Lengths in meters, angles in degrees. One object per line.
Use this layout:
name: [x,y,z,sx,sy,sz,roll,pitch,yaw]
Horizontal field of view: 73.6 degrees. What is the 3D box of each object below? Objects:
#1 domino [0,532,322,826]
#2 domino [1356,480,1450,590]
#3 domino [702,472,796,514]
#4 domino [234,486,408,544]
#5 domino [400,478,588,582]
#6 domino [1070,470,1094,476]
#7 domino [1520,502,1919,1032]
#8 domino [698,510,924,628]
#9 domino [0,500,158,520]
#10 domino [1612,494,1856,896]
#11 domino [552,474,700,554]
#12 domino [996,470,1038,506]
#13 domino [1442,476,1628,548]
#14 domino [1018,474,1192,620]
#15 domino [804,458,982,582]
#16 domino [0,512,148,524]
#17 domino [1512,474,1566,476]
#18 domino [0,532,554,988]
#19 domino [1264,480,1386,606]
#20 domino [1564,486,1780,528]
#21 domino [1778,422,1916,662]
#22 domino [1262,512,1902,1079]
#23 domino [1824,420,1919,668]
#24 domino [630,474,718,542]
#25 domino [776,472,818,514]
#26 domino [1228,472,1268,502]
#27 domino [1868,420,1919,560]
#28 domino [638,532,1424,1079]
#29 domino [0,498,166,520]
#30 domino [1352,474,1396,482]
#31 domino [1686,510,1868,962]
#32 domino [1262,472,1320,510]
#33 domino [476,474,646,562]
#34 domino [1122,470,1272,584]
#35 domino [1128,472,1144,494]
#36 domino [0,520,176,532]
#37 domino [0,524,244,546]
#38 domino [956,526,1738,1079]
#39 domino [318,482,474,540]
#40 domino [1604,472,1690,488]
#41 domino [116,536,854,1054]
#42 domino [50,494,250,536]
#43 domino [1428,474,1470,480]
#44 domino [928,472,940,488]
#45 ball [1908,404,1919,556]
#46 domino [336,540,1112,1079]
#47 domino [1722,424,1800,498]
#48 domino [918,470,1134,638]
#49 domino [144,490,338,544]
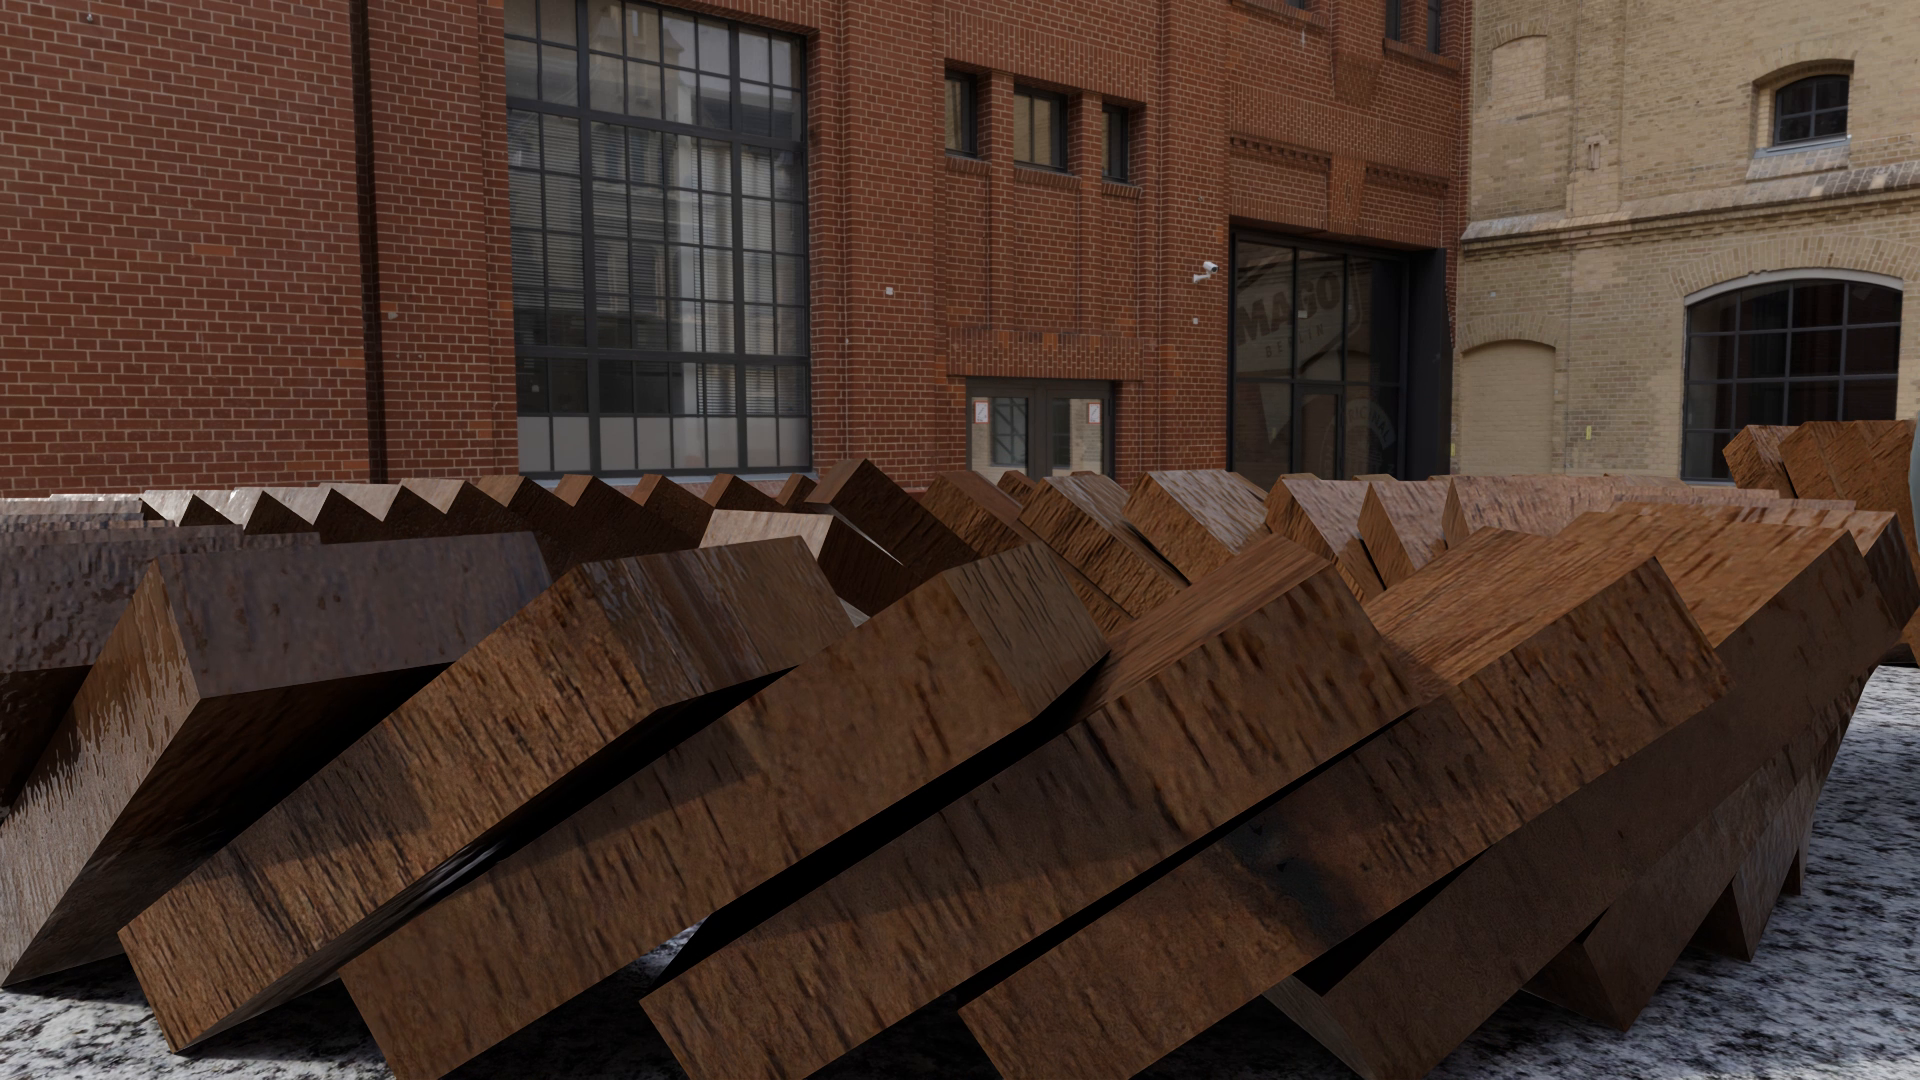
domino: [-0.071,0.017,0.108,0.025,0.010,0.050,-4,-28,-38]
domino: [0.082,0.009,0.199,0.025,0.010,0.050,0,39,-4]
domino: [-0.042,0.000,0.333,0.050,0.009,0.025,33,-7,-19]
domino: [-0.113,0.007,0.247,0.025,0.010,0.050,1,-28,25]
domino: [-0.098,0.004,0.282,0.025,0.009,0.050,3,-28,39]
domino: [0.052,-0.001,0.353,0.050,0.010,0.025,35,13,12]
domino: [0.057,0.016,0.111,0.050,0.010,0.025,-41,22,-21]
domino: [-0.015,0.011,0.200,0.025,0.010,0.050,3,-24,39]
domino: [-0.113,0.012,0.171,0.025,0.009,0.050,-1,-29,-10]
domino: [0.081,0.014,0.141,0.025,0.010,0.050,4,40,39]
domino: [-0.074,0.001,0.313,0.050,0.009,0.025,35,-15,-28]
domino: [0.032,-0.002,0.355,0.050,0.010,0.025,34,9,6]
domino: [0.086,0.010,0.180,0.025,0.009,0.050,1,41,7]
domino: [0.037,0.007,0.237,0.050,0.009,0.025,42,25,24]
domino: [-0.003,0.006,0.224,0.050,0.009,0.025,40,-9,-14]
domino: [-0.105,0.014,0.153,0.025,0.009,0.050,-1,-28,-18]
domino: [0.154,0.002,0.303,0.025,0.009,0.050,-3,38,-39]
domino: [-0.053,0.017,0.098,0.050,0.010,0.025,-39,-20,34]
domino: [0.075,0.008,0.219,0.025,0.009,0.050,0,37,-17]
domino: [0.088,0.012,0.160,0.025,0.009,0.050,3,40,27]
domino: [0.188,0.000,0.258,0.025,0.050,0.010,0,-29,-5]
domino: [0.042,0.017,0.098,0.050,0.010,0.025,-37,13,-10]
domino: [0.190,0.000,0.247,0.025,0.050,0.009,0,-29,-5]
domino: [-0.059,0.001,0.325,0.050,0.009,0.025,33,-10,-22]
domino: [-0.024,0.000,0.341,0.050,0.009,0.025,32,-4,-14]
domino: [0.088,0.000,0.342,0.050,0.009,0.025,37,19,21]
domino: [0.191,0.001,0.236,0.025,0.050,0.009,0,-29,-5]
domino: [0.005,0.018,0.089,0.050,0.009,0.025,-34,0,8]
domino: [-0.119,0.011,0.190,0.025,0.009,0.050,0,-29,4]
domino: [0.122,0.001,0.325,0.050,0.009,0.025,40,26,28]
domino: [0.070,0.015,0.125,0.025,0.009,0.050,5,40,49]
domino: [0.106,0.000,0.334,0.050,0.009,0.025,38,23,25]
domino: [-0.088,0.002,0.299,0.025,0.010,0.050,4,-27,50]
domino: [0.055,0.007,0.230,0.025,0.009,0.050,-4,43,-45]
domino: [0.070,-0.001,0.349,0.050,0.010,0.025,36,16,17]
domino: [-0.095,0.015,0.137,0.025,0.009,0.050,-2,-28,-25]
domino: [-0.083,0.016,0.122,0.025,0.009,0.050,-3,-28,-34]
domino: [0.023,0.018,0.090,0.050,0.009,0.025,-34,4,3]
domino: [-0.106,0.005,0.264,0.025,0.009,0.050,3,-27,30]
domino: [0.170,0.003,0.291,0.025,0.010,0.050,2,35,-24]
domino: [-0.033,0.018,0.093,0.050,0.009,0.025,-35,-10,22]
domino: [-0.120,0.009,0.209,0.025,0.010,0.050,0,-28,12]
domino: [0.138,0.002,0.314,0.025,0.009,0.050,-5,39,-48]
domino: [0.013,-0.001,0.352,0.050,0.010,0.025,33,3,-3]
ball: [0.144,-0.007,0.127,0.080,0.080,0.080,0,4,0]
domino: [-0.015,0.018,0.089,0.050,0.009,0.025,-34,-6,16]
domino: [0.184,-0.001,0.271,0.025,0.050,0.009,1,-32,-4]
domino: [0.016,0.006,0.240,0.050,0.009,0.025,38,13,10]
domino: [-0.117,0.008,0.228,0.025,0.010,0.050,1,-28,18]
